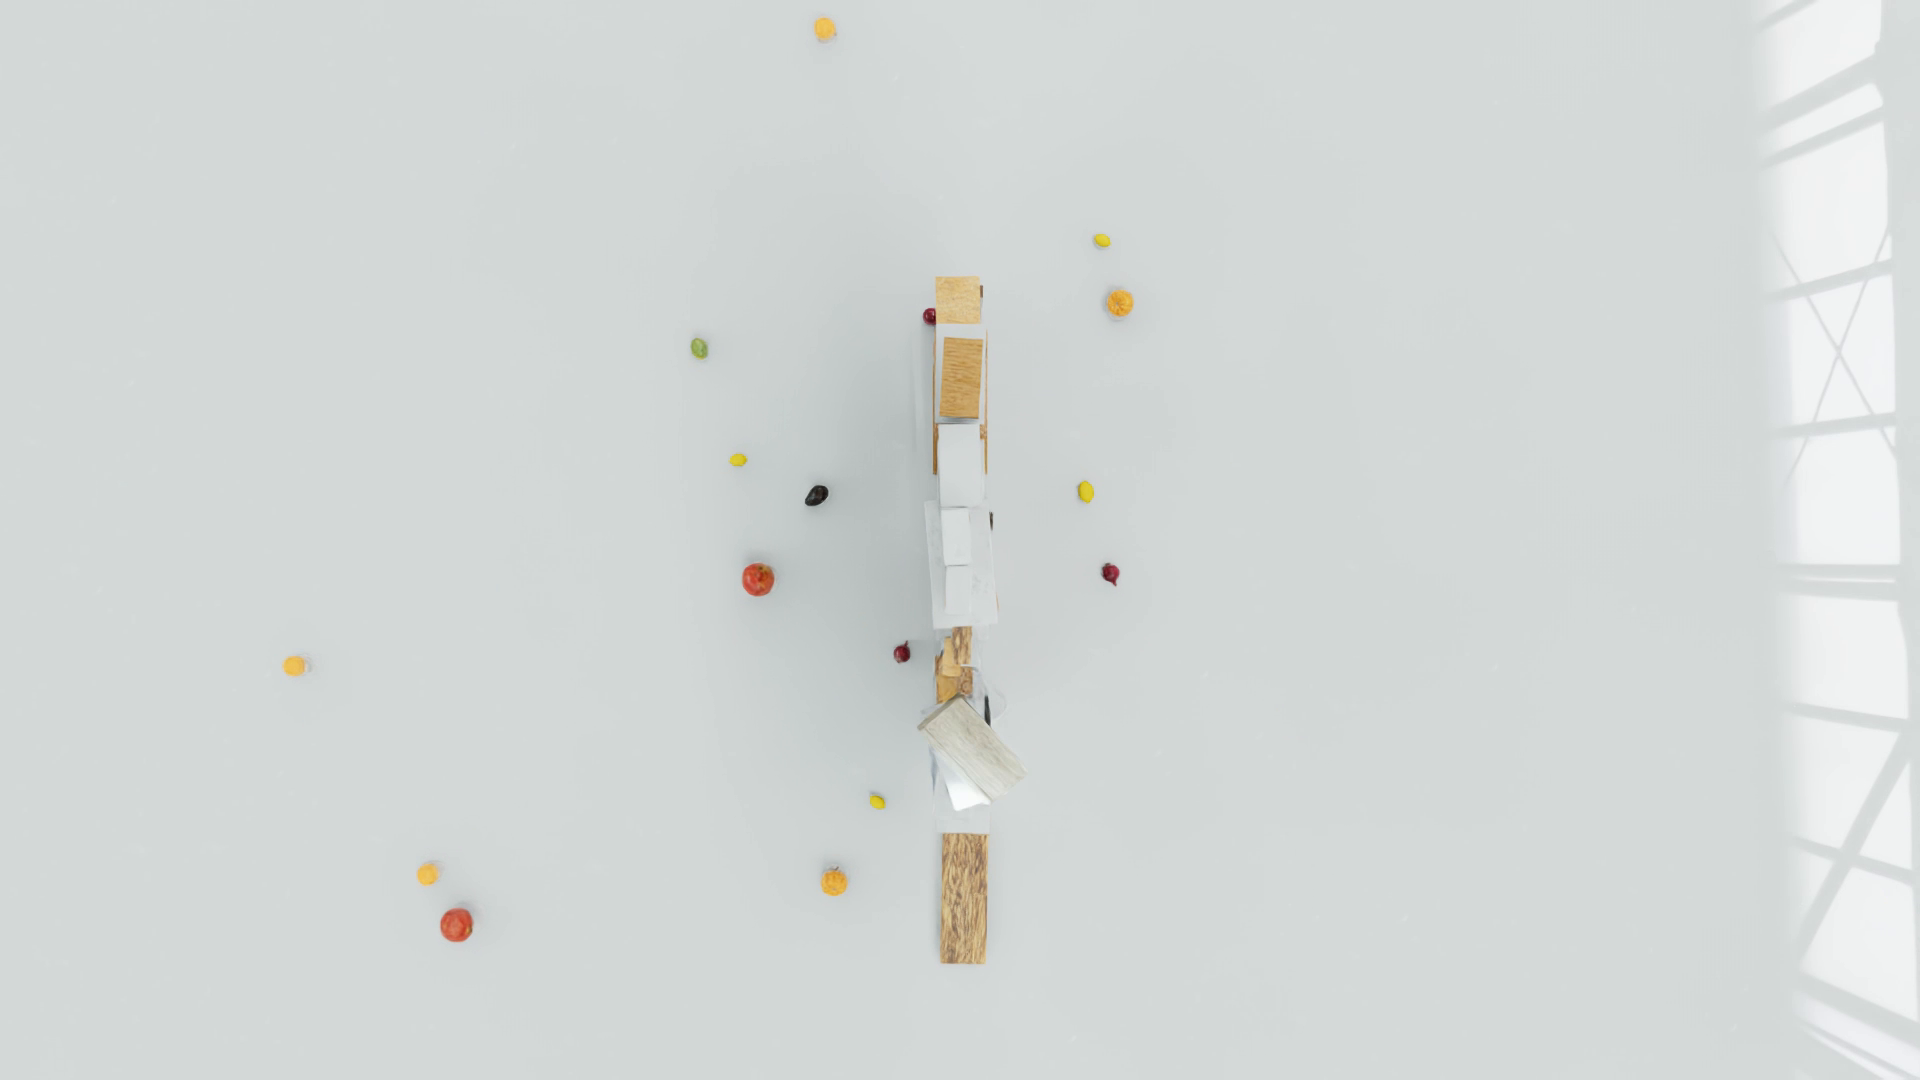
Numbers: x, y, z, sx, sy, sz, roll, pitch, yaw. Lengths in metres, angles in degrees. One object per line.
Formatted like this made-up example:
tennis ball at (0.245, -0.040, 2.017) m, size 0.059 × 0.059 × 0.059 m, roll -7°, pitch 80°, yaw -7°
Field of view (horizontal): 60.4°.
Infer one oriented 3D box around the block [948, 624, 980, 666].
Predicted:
block at (0.010, 0.264, 4.590) m, size 0.086 × 0.024 × 0.173 m, roll 0°, pitch 91°, yaw 0°

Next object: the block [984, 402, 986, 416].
block at (0.001, -0.338, 4.360) m, size 0.126 × 0.253 × 0.036 m, roll 0°, pitch 90°, yaw 0°

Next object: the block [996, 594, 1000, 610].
block at (0.018, 0.165, 4.387) m, size 0.161 × 0.351 × 0.046 m, roll -9°, pitch 91°, yaw 0°

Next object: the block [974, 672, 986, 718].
block at (0.017, 0.494, 4.819) m, size 0.107 × 0.030 × 0.214 m, roll 2°, pitch 75°, yaw 0°

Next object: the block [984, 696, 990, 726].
block at (0.015, 0.558, 5.020) m, size 0.155 × 0.310 × 0.044 m, roll -2°, pitch 107°, yaw 0°

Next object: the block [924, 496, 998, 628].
block at (0.003, 0.057, 4.189) m, size 0.161 × 0.046 × 0.322 m, roll -5°, pitch 90°, yaw 0°

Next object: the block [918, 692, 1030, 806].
block at (0.037, 0.587, 4.615) m, size 0.153 × 0.043 × 0.305 m, roll -40°, pitch 106°, yaw 3°

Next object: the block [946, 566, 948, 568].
block at (-0.006, 0.078, 4.108) m, size 0.058 × 0.115 × 0.016 m, roll -3°, pitch 94°, yaw 0°

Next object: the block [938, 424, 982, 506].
block at (0.000, -0.186, 4.108) m, size 0.102 × 0.029 × 0.203 m, roll -2°, pitch 90°, yaw 0°

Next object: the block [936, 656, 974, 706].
block at (-0.015, 0.431, 4.732) m, size 0.107 × 0.030 × 0.214 m, roll 0°, pitch 119°, yaw 0°

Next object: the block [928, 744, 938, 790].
block at (-0.034, 0.630, 4.772) m, size 0.106 × 0.030 × 0.212 m, roll -6°, pitch 110°, yaw 0°

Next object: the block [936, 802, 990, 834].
block at (0.010, 0.703, 4.844) m, size 0.155 × 0.044 × 0.311 m, roll 0°, pitch 91°, yaw 0°

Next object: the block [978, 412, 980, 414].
block at (0.001, -0.330, 4.103) m, size 0.095 × 0.190 × 0.027 m, roll 2°, pitch 90°, yaw 0°

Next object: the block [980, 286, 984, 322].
block at (0.003, -0.729, 5.177) m, size 0.130 × 0.646 × 0.037 m, roll 0°, pitch 90°, yaw 0°

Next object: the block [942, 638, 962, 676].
block at (-0.020, 0.324, 4.570) m, size 0.052 × 0.015 × 0.104 m, roll 6°, pitch 94°, yaw -1°

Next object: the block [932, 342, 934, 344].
block at (-0.001, -0.523, 4.672) m, size 0.145 × 0.290 × 0.041 m, roll -2°, pitch 90°, yaw 0°

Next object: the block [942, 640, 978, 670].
block at (-0.001, 0.338, 4.801) m, size 0.107 × 0.388 × 0.030 m, roll -1°, pitch 77°, yaw -1°

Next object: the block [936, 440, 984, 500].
block at (0.003, -0.146, 4.553) m, size 0.131 × 0.037 × 0.261 m, roll 0°, pitch 90°, yaw 0°

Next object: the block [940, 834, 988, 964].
block at (0.015, 1.167, 5.478) m, size 0.153 × 0.043 × 0.473 m, roll 1°, pitch 90°, yaw 0°

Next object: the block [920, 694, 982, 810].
block at (0.011, 0.600, 4.660) m, size 0.153 × 0.043 × 0.305 m, roll -19°, pitch 106°, yaw -2°

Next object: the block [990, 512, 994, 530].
block at (0.005, -0.050, 4.373) m, size 0.161 × 0.322 × 0.046 m, roll 1°, pitch 90°, yaw 0°

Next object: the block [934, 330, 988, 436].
block at (0.003, -0.428, 4.507) m, size 0.145 × 0.041 × 0.290 m, roll 0°, pitch 90°, yaw 0°

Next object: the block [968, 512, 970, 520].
block at (-0.008, -0.055, 4.099) m, size 0.067 × 0.133 × 0.019 m, roll -5°, pitch 95°, yaw 0°

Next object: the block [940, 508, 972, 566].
block at (-0.008, -0.007, 4.022) m, size 0.067 × 0.019 × 0.133 m, roll -4°, pitch 90°, yaw 0°

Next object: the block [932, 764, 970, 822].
block at (-0.015, 0.702, 4.729) m, size 0.106 × 0.030 × 0.212 m, roll 5°, pitch 108°, yaw -9°

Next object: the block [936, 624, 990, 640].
block at (0.005, 0.135, 4.796) m, size 0.154 × 0.044 × 0.309 m, roll -1°, pitch 90°, yaw 0°

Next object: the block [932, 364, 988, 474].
block at (0.001, -0.375, 5.138) m, size 0.169 × 0.048 × 0.338 m, roll 0°, pitch 90°, yaw 0°

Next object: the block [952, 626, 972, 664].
block at (0.005, 0.289, 4.545) m, size 0.052 × 0.015 × 0.104 m, roll 1°, pitch 102°, yaw -3°

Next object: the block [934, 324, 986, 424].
block at (0.001, -0.423, 4.216) m, size 0.126 × 0.036 × 0.253 m, roll 1°, pitch 90°, yaw 0°

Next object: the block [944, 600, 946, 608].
block at (-0.008, 0.155, 4.108) m, size 0.058 × 0.115 × 0.016 m, roll 2°, pitch 94°, yaw 0°

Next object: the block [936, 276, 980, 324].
block at (-0.005, -0.640, 4.836) m, size 0.130 × 0.037 × 0.259 m, roll -1°, pitch 90°, yaw 0°

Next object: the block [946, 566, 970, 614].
block at (-0.005, 0.122, 4.041) m, size 0.058 × 0.016 × 0.115 m, roll 2°, pitch 90°, yaw 0°

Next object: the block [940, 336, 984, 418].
block at (0.003, -0.393, 3.994) m, size 0.095 × 0.027 × 0.190 m, roll 3°, pitch 90°, yaw 0°

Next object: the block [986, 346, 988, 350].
block at (0.005, -0.498, 4.360) m, size 0.126 × 0.253 × 0.036 m, roll -10°, pitch 90°, yaw 0°

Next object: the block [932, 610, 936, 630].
block at (-0.003, 0.117, 5.150) m, size 0.163 × 0.046 × 0.327 m, roll 0°, pitch 90°, yaw 0°

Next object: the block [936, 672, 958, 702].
block at (-0.036, 0.404, 4.619) m, size 0.015 × 0.104 × 0.052 m, roll 36°, pitch 114°, yaw -29°
